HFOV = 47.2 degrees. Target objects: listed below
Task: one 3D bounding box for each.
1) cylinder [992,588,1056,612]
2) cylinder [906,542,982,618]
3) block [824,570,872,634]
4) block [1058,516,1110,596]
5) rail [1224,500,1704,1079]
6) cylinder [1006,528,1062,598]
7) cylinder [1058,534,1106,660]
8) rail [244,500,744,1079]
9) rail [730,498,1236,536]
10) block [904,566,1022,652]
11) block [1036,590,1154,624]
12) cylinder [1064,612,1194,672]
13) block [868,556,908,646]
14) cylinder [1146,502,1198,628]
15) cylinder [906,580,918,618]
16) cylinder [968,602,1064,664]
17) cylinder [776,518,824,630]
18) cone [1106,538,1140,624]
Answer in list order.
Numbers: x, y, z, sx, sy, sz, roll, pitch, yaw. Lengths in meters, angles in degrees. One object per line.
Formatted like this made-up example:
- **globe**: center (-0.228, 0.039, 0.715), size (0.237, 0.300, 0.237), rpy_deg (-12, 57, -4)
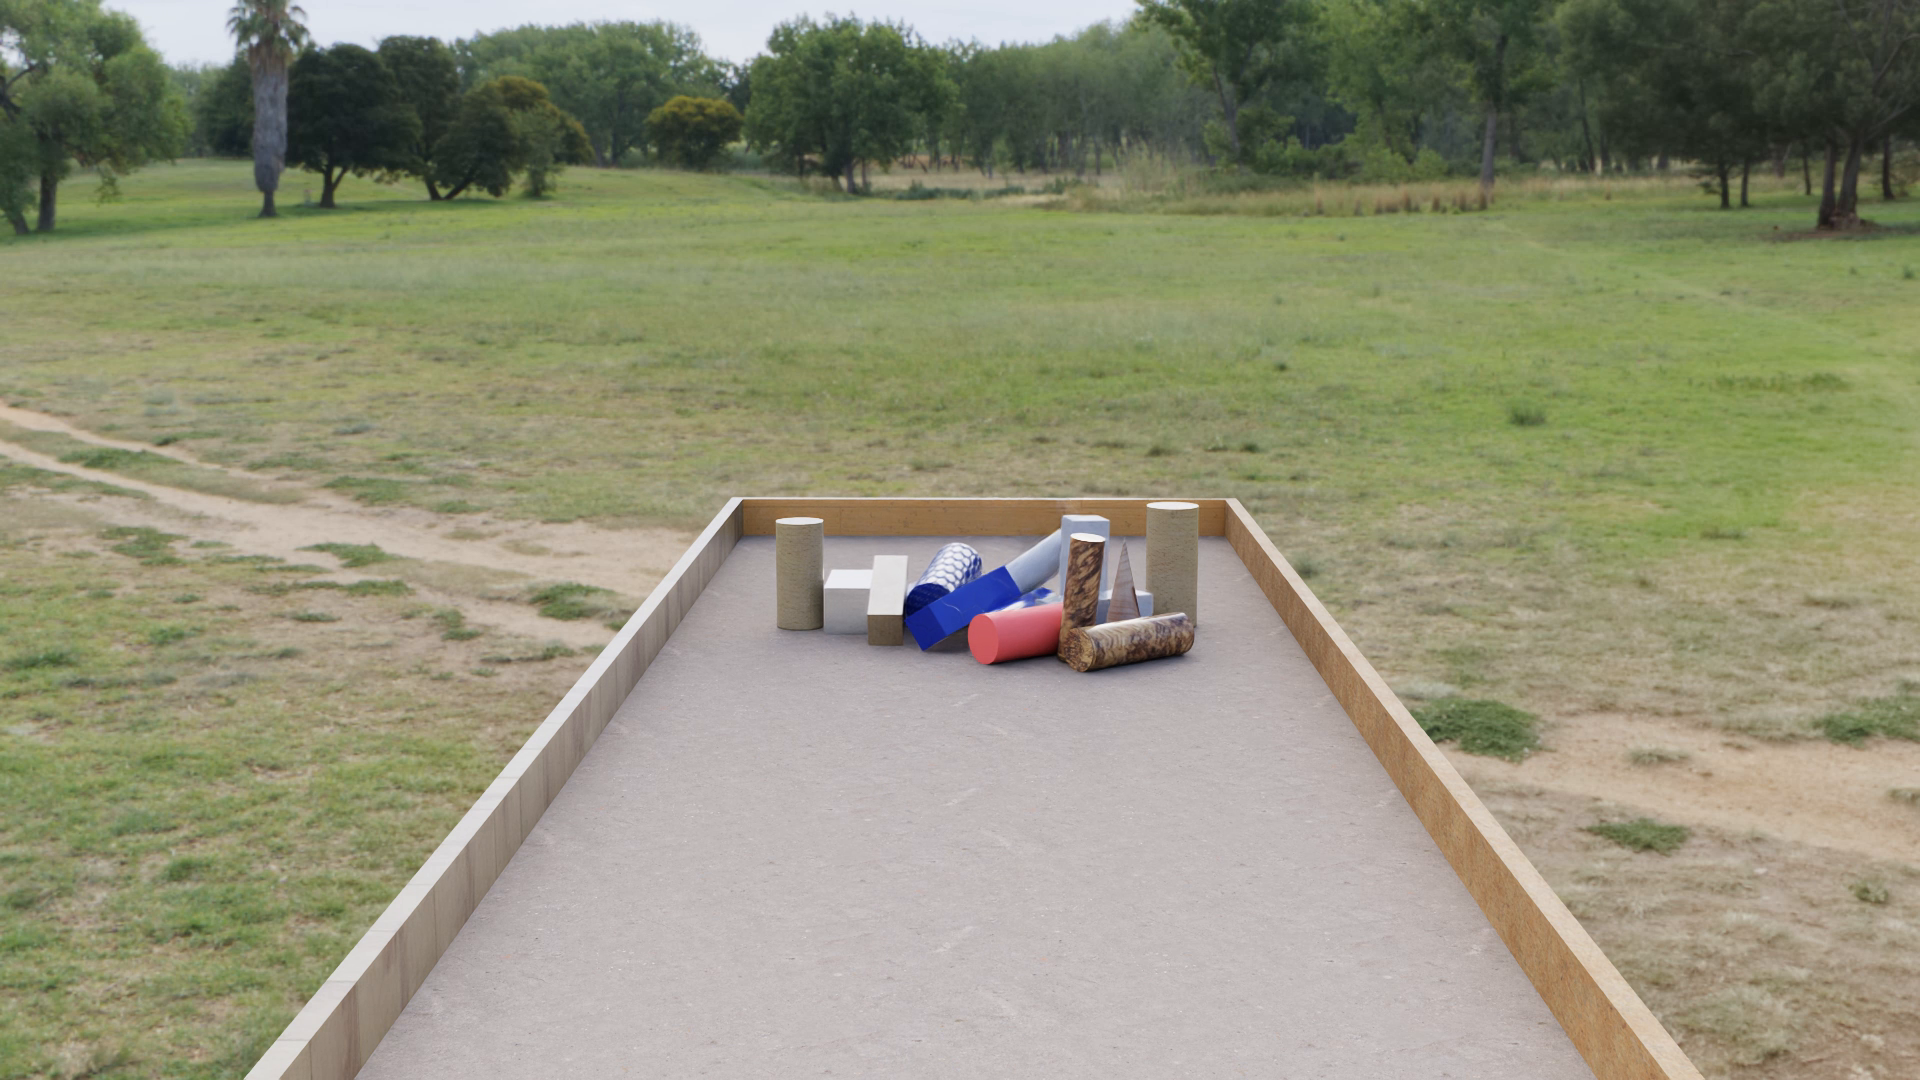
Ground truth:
- **cylinder**: center (0.193, 0.247, 7.085), size (0.115, 0.115, 0.449), rpy_deg (4, 10, 21)
- **cylinder**: center (-0.050, 0.156, 7.294), size (0.171, 0.171, 0.451), rpy_deg (2, 17, 11)
- **block**: center (-0.359, 0.202, 7.247), size (0.152, 0.152, 0.348), rpy_deg (0, 9, 1)
- **block**: center (0.405, 0.104, 7.202), size (0.125, 0.356, 0.125), rpy_deg (-1, 9, -15)
- **rail**: center (1.046, 0.843, 3.208), size (0.050, 0.150, 12.000), rpy_deg (0, 9, 1)
- **cylinder**: center (0.238, 0.103, 7.347), size (0.453, 0.124, 0.124), rpy_deg (-34, 26, -28)
- **cylinder**: center (0.366, 0.176, 6.657), size (0.104, 0.379, 0.104), rpy_deg (6, 13, -1)
- **rail**: center (-1.004, 0.839, 3.234), size (0.050, 0.150, 12.000), rpy_deg (0, 9, 1)
- **rail**: center (0.099, -0.098, 9.147), size (2.100, 0.150, 0.050), rpy_deg (0, 9, 1)
- **block**: center (0.014, 0.214, 6.975), size (0.113, 0.113, 0.450), rpy_deg (-34, -5, 36)
- **block**: center (0.433, 0.243, 7.077), size (0.372, 0.124, 0.124), rpy_deg (-5, 10, -31)
- **cylinder**: center (0.514, 0.306, 6.660), size (0.418, 0.131, 0.131), rpy_deg (-7, 11, -38)
- **block**: center (-0.231, 0.192, 7.090), size (0.109, 0.109, 0.432), rpy_deg (0, 25, 1)
- **cylinder**: center (0.694, 0.084, 7.204), size (0.170, 0.398, 0.170), rpy_deg (0, 9, 0)
- **cylinder**: center (-0.136, 0.192, 7.466), size (0.105, 0.105, 0.415), rpy_deg (3, 10, 20)
- **cylinder**: center (0.220, 0.282, 6.744), size (0.374, 0.153, 0.153), rpy_deg (-7, 11, -36)
- **cylinder**: center (-0.523, 0.110, 7.195), size (0.155, 0.350, 0.155), rpy_deg (0, 9, 0)
- **cone**: center (0.519, 0.155, 6.959), size (0.139, 0.335, 0.139), rpy_deg (0, 9, 0)
